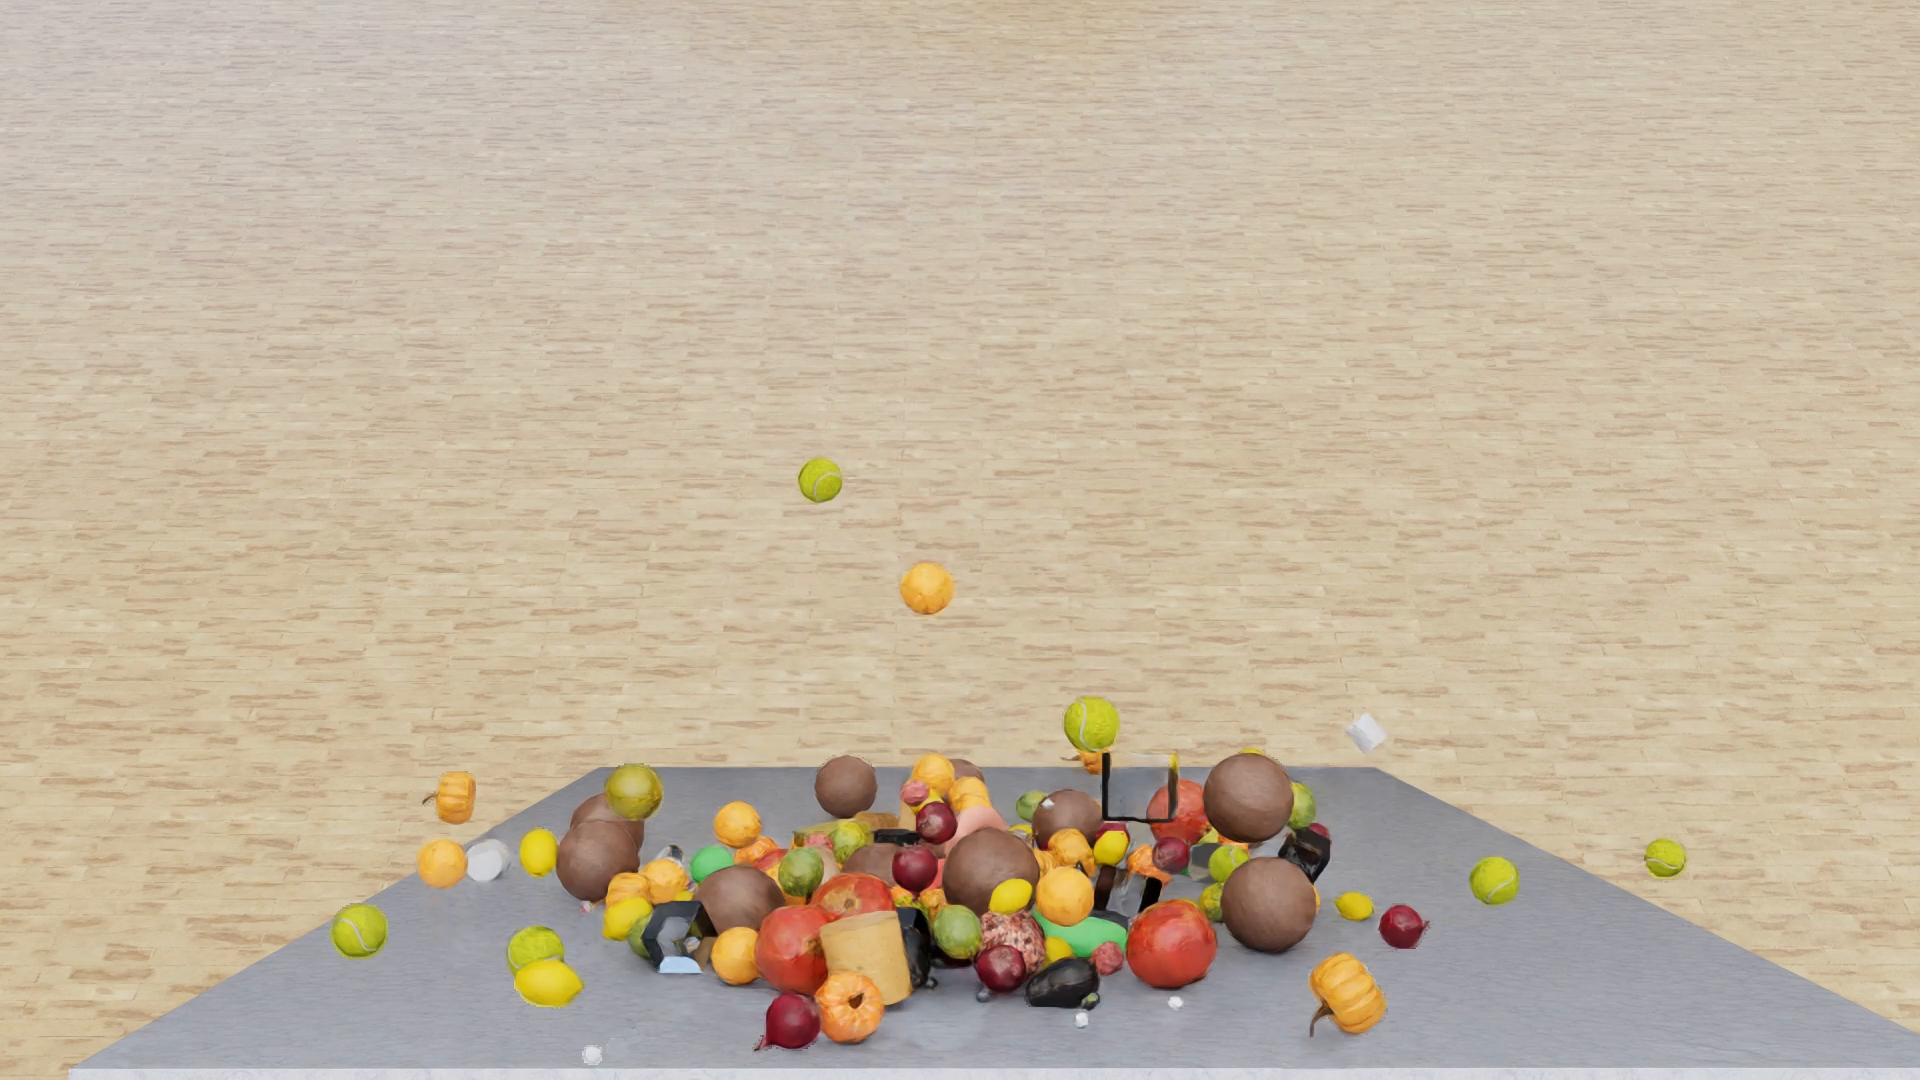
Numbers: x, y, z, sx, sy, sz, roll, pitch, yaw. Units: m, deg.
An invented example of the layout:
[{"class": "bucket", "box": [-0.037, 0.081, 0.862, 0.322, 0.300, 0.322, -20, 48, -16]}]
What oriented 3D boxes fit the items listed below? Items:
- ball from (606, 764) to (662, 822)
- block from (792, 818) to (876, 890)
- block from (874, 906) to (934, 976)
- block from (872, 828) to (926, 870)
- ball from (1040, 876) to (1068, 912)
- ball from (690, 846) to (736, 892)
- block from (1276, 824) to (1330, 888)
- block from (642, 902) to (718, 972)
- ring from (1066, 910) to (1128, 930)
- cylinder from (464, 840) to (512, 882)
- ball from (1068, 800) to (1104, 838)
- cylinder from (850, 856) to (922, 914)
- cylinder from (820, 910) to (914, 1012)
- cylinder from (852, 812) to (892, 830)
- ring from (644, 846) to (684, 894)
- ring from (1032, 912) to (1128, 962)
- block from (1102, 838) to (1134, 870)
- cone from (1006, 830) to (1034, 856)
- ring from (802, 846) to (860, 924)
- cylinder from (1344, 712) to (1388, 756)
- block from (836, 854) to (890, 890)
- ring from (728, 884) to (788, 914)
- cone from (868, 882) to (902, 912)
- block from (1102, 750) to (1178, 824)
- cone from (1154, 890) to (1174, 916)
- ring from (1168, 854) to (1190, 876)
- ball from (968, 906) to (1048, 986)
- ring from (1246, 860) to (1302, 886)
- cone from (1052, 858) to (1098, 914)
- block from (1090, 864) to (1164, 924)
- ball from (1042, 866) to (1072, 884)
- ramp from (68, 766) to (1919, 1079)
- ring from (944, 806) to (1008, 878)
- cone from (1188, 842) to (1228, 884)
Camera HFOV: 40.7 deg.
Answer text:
[{"class": "ball", "box": [-0.459, 0.356, 3.647, 0.080, 0.080, 0.080, 0, 31, 0]}, {"class": "block", "box": [-0.198, 0.508, 4.166, 0.096, 0.096, 0.096, -11, 5, -28]}, {"class": "block", "box": [-0.080, 0.513, 3.315, 0.061, 0.061, 0.061, 0, 43, 25]}, {"class": "block", "box": [-0.112, 0.526, 4.315, 0.079, 0.079, 0.079, 0, -1, 35]}, {"class": "ball", "box": [0.148, 0.533, 3.898, 0.056, 0.056, 0.056, 0, 31, 0]}, {"class": "ball", "box": [-0.393, 0.522, 4.113, 0.072, 0.072, 0.072, 0, 31, 0]}, {"class": "block", "box": [0.535, 0.491, 4.030, 0.059, 0.059, 0.059, 28, 28, -3]}, {"class": "block", "box": [-0.359, 0.509, 3.318, 0.064, 0.064, 0.064, -4, 37, 22]}, {"class": "ring", "box": [0.182, 0.541, 3.626, 0.108, 0.036, 0.108, -2, 0, 0]}, {"class": "cylinder", "box": [-0.787, 0.534, 4.316, 0.063, 0.063, 0.063, 3, 0, 5]}, {"class": "ball", "box": [0.242, 0.535, 4.962, 0.071, 0.071, 0.071, 0, 31, 0]}, {"class": "cylinder", "box": [-0.104, 0.515, 3.804, 0.091, 0.091, 0.091, 12, 3, 19]}, {"class": "cylinder", "box": [-0.111, 0.498, 3.067, 0.095, 0.095, 0.095, -11, 2, 0]}, {"class": "cylinder", "box": [-0.156, 0.533, 4.736, 0.070, 0.070, 0.070, -27, 16, -37]}, {"class": "ring", "box": [-0.470, 0.525, 4.122, 0.029, 0.087, 0.087, 36, 24, -21]}, {"class": "ring", "box": [0.151, 0.527, 3.445, 0.149, 0.050, 0.149, 8, -3, 0]}, {"class": "block", "box": [0.273, 0.540, 4.455, 0.052, 0.052, 0.052, 0, -1, 0]}, {"class": "cone", "box": [0.104, 0.557, 4.661, 0.052, 0.052, 0.052, 6, 23, 9]}, {"class": "ring", "box": [-0.177, 0.488, 3.575, 0.048, 0.144, 0.144, -24, 35, -5]}, {"class": "cylinder", "box": [0.813, 0.386, 5.178, 0.063, 0.063, 0.063, -31, 77, -40]}, {"class": "block", "box": [-0.155, 0.529, 4.043, 0.067, 0.067, 0.067, 0, -1, 22]}, {"class": "ring", "box": [-0.302, 0.538, 3.885, 0.093, 0.031, 0.093, -15, -9, -2]}, {"class": "cone", "box": [-0.124, 0.549, 3.869, 0.054, 0.054, 0.054, 15, 33, 23]}, {"class": "block", "box": [0.247, 0.336, 3.543, 0.091, 0.091, 0.091, 2, -1, 13]}, {"class": "cone", "box": [0.300, 0.546, 3.861, 0.056, 0.056, 0.056, 27, 20, -28]}, {"class": "ring", "box": [0.396, 0.552, 4.396, 0.087, 0.029, 0.087, -1, -1, 0]}, {"class": "ball", "box": [0.059, 0.507, 3.230, 0.098, 0.098, 0.098, 0, 31, 0]}, {"class": "ring", "box": [0.524, 0.547, 4.243, 0.108, 0.036, 0.108, 0, -2, 0]}, {"class": "cone", "box": [0.175, 0.515, 3.816, 0.092, 0.092, 0.092, 0, -1, 0]}, {"class": "block", "box": [0.242, 0.514, 3.764, 0.065, 0.065, 0.065, 20, -7, -37]}, {"class": "ball", "box": [0.157, 0.533, 4.011, 0.058, 0.058, 0.058, 0, 31, 0]}, {"class": "ramp", "box": [0.070, 0.618, 4.699, 2.000, 0.100, 4.000, 0, -1, 0]}, {"class": "ring", "box": [0.024, 0.448, 3.836, 0.112, 0.112, 0.037, -25, 26, -35]}, {"class": "cone", "box": [0.425, 0.549, 4.295, 0.072, 0.072, 0.072, -15, 56, 23]}]
